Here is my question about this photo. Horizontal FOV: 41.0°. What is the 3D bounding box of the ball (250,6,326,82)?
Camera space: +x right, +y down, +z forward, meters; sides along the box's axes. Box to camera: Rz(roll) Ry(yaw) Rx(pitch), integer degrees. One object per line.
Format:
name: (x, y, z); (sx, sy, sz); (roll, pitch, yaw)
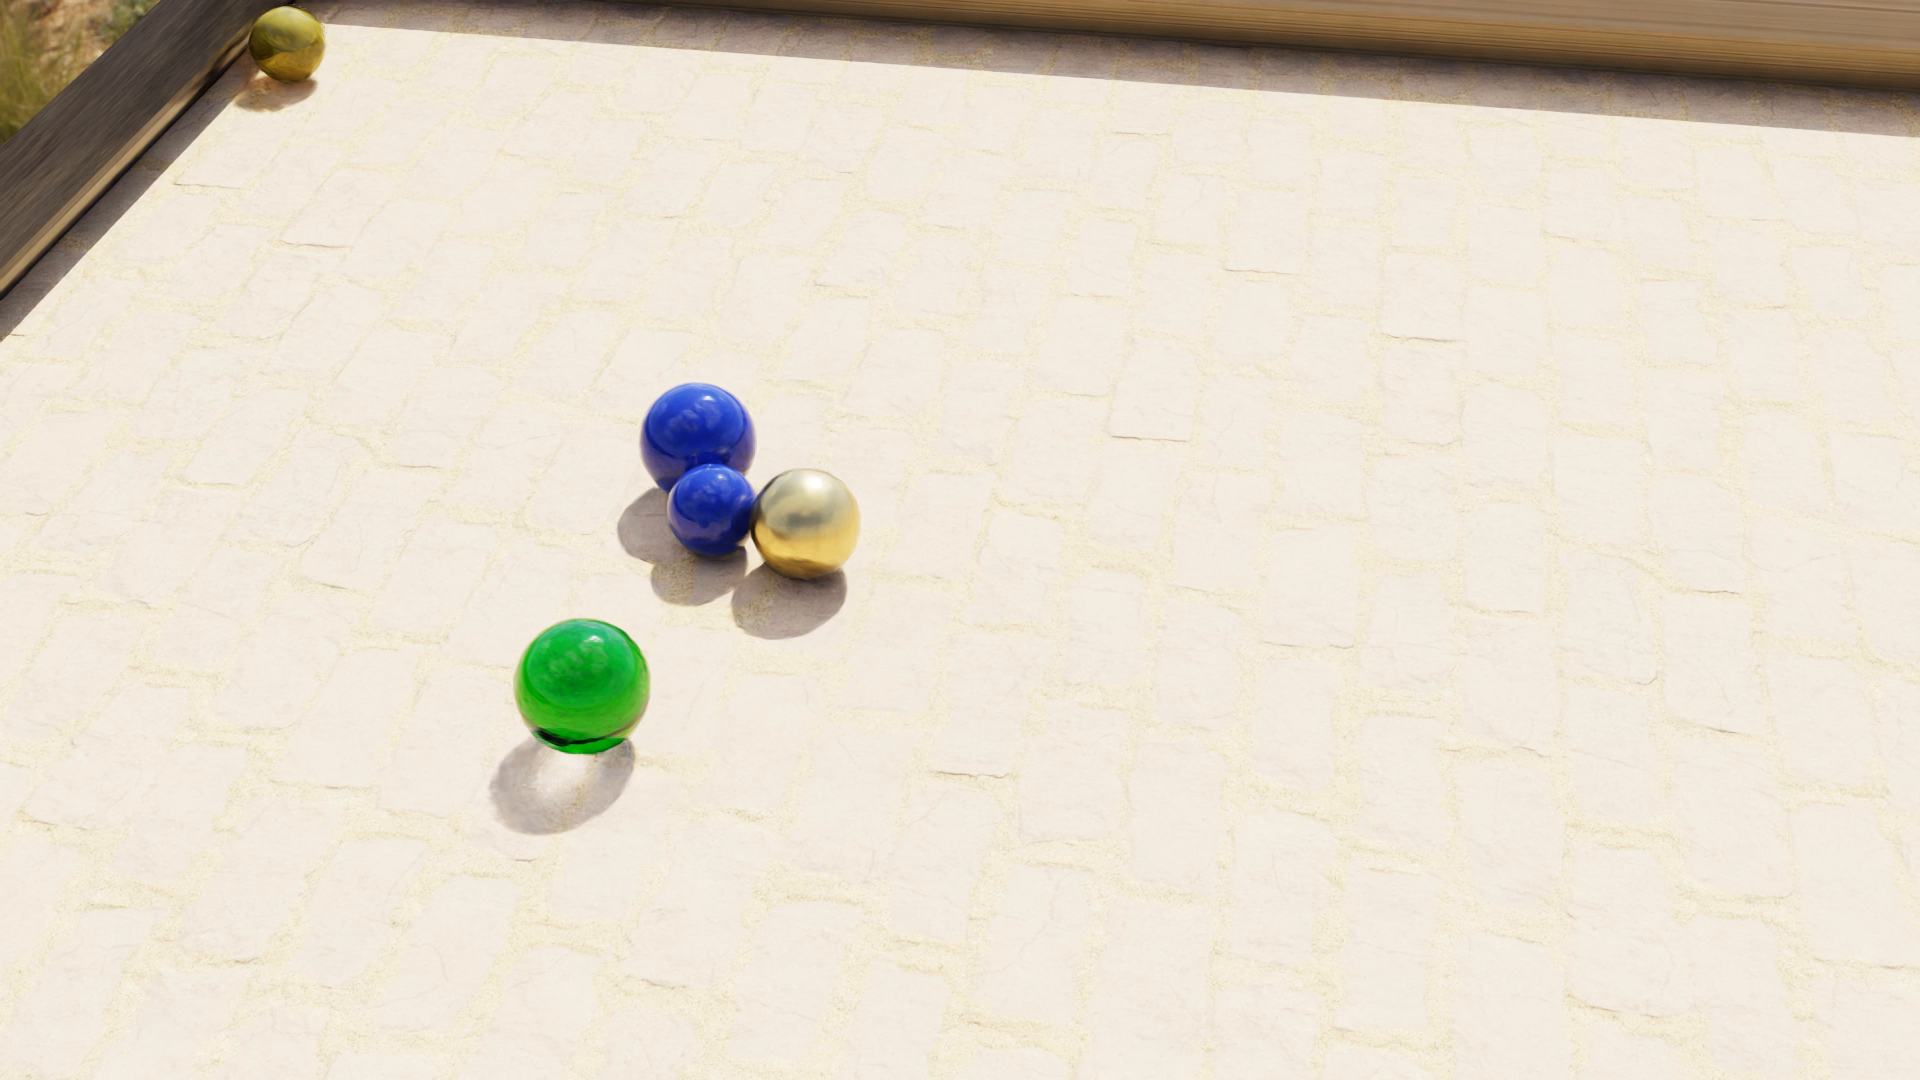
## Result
ball: (-0.685, -0.505, 2.615); (0.076, 0.076, 0.076); (0, 35, 0)

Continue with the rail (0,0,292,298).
rail: (-0.870, -0.101, 1.986); (0.045, 0.120, 2.039); (6, 35, 8)

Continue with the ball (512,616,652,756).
ball: (-0.253, 0.098, 1.723); (0.093, 0.093, 0.093); (0, 35, 0)

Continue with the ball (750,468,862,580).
ball: (-0.114, -0.012, 1.892); (0.083, 0.083, 0.083); (0, 35, 0)

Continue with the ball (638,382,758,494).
ball: (-0.202, -0.076, 1.977); (0.092, 0.092, 0.092); (0, 35, 0)

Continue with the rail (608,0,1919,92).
rail: (1.063, -0.484, 2.544); (3.626, 0.120, 0.045); (6, 35, 8)

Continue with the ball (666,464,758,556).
ball: (-0.185, -0.022, 1.919); (0.070, 0.070, 0.070); (0, 35, 0)
